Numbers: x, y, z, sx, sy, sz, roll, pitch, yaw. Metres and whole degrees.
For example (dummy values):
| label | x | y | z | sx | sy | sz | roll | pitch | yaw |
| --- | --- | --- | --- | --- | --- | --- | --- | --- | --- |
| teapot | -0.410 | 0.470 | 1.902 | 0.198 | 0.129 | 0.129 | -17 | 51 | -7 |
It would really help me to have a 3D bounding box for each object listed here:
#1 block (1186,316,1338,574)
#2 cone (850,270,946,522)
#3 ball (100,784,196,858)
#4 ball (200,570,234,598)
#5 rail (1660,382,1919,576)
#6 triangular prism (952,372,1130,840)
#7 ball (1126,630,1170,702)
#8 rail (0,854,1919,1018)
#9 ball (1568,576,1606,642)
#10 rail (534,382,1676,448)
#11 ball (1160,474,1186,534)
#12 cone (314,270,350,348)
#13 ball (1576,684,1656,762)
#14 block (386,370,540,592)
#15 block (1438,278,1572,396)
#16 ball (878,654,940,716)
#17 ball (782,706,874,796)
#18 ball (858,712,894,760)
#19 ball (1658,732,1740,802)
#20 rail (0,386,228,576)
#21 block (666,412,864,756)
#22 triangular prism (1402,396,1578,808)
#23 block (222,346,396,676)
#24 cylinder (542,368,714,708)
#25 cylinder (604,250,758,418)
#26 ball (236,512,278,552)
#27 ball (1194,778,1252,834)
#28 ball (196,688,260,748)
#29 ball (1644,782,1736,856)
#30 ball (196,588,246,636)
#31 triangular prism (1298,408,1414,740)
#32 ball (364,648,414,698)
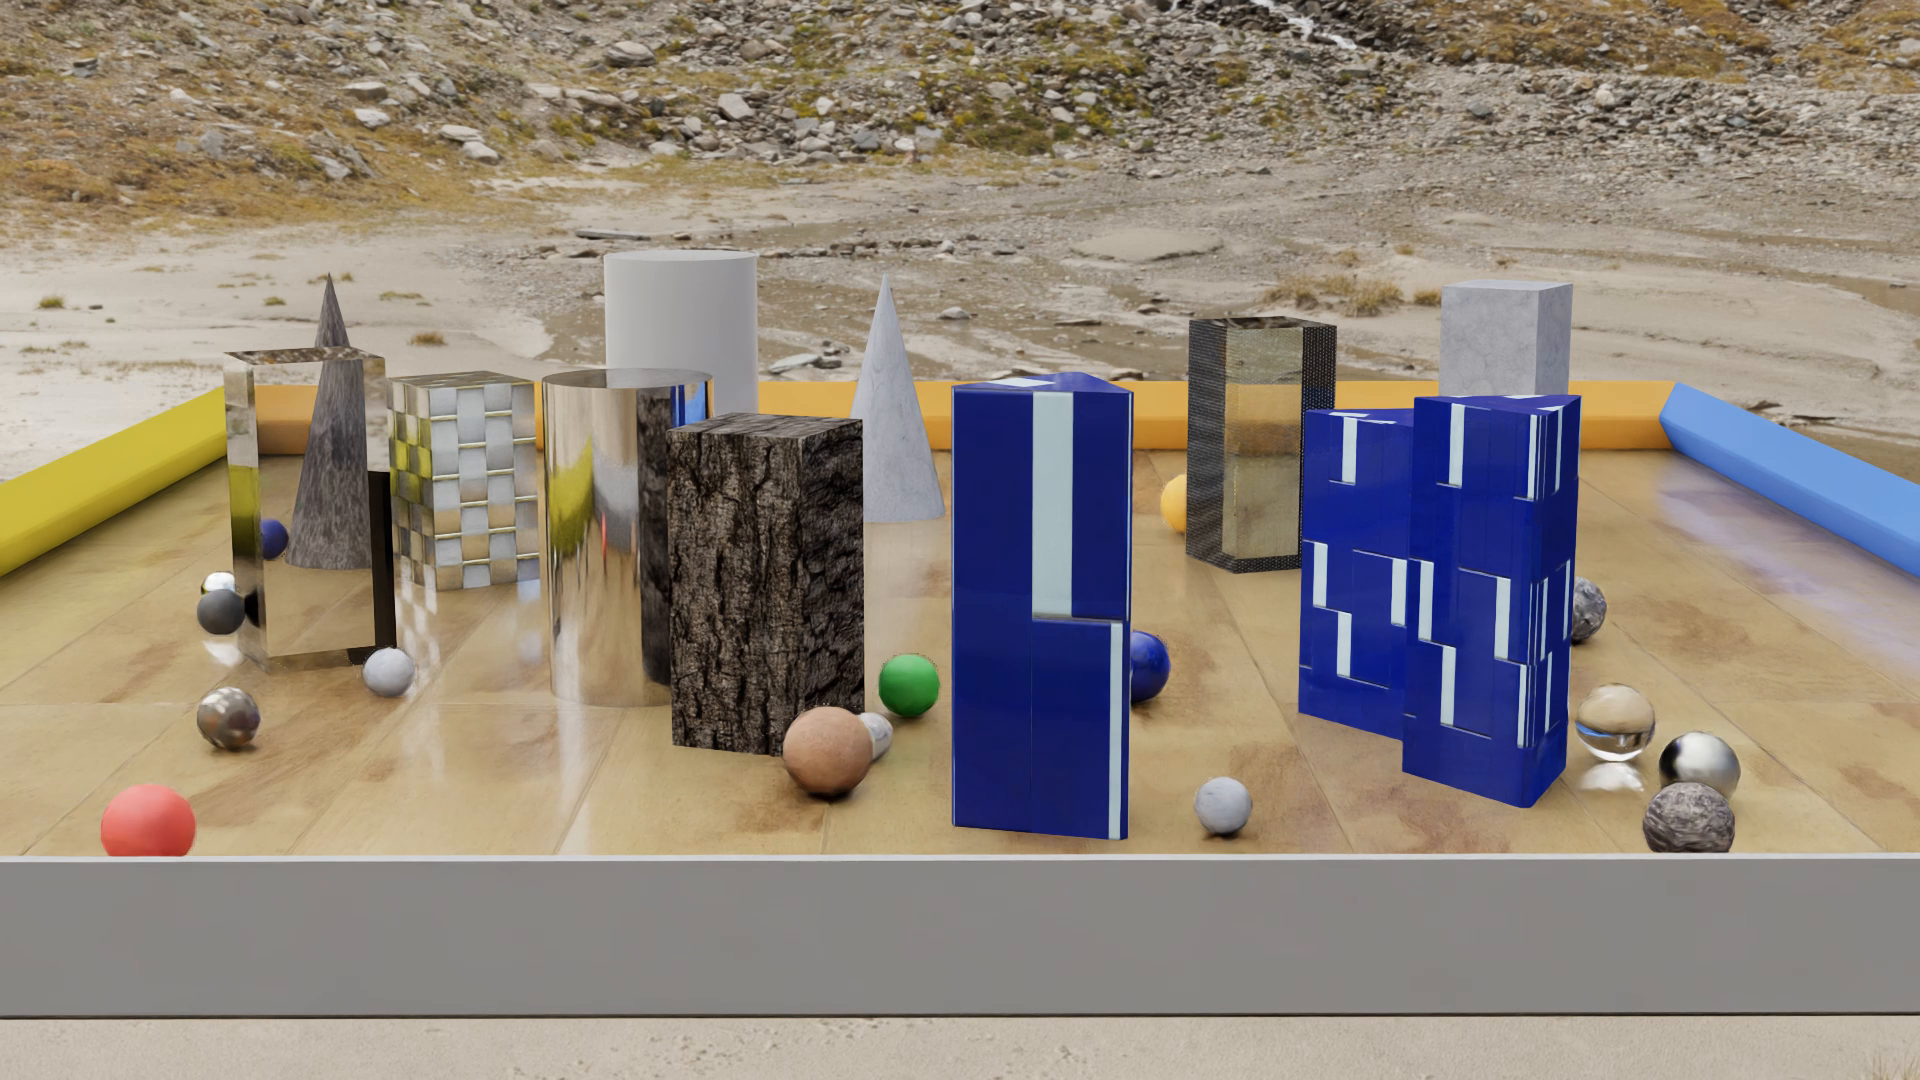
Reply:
| label | x | y | z | sx | sy | sz | roll | pitch | yaw |
| --- | --- | --- | --- | --- | --- | --- | --- | --- | --- |
| block | 0.443 | -0.144 | 3.790 | 0.159 | 0.355 | 0.159 | -4 | 11 | -22 |
| cone | -0.122 | -0.243 | 4.203 | 0.198 | 0.400 | 0.198 | 0 | 10 | 0 |
| ball | -0.740 | 0.263 | 2.337 | 0.083 | 0.083 | 0.083 | 0 | 10 | 0 |
| ball | -0.989 | 0.071 | 3.445 | 0.059 | 0.059 | 0.059 | 0 | 10 | 0 |
| rail | 1.361 | 0.032 | 3.456 | 0.045 | 0.129 | 2.998 | 0 | 10 | 0 |
| triangular prism | 0.095 | 0.057 | 2.500 | 0.172 | 0.428 | 0.149 | 3 | 11 | 16 |
| ball | 0.202 | 0.146 | 2.967 | 0.084 | 0.084 | 0.084 | 0 | 10 | 0 |
| rail | 0.008 | 0.302 | 1.998 | 2.770 | 0.129 | 0.045 | 0 | 10 | 0 |
| ball | 0.784 | 0.088 | 3.283 | 0.084 | 0.084 | 0.084 | 0 | 10 | 0 |
| rail | -0.008 | -0.235 | 4.899 | 2.770 | 0.129 | 0.045 | 0 | 10 | 0 |
| ball | 0.363 | -0.058 | 4.034 | 0.096 | 0.096 | 0.096 | 0 | 10 | 0 |
| cone | -0.941 | -0.193 | 3.864 | 0.198 | 0.425 | 0.198 | 0 | 10 | 0 |
| ball | 0.692 | 0.192 | 2.709 | 0.082 | 0.082 | 0.082 | 0 | 10 | 0 |
| block | -0.713 | -0.088 | 3.676 | 0.159 | 0.286 | 0.159 | -7 | 13 | -35 |
| block | 0.871 | -0.218 | 4.113 | 0.159 | 0.383 | 0.159 | 7 | 12 | 32 |
| ball | -0.058 | 0.165 | 2.904 | 0.070 | 0.070 | 0.070 | 0 | 10 | 0 |
| ball | -0.133 | 0.213 | 2.588 | 0.091 | 0.091 | 0.091 | 0 | 10 | 0 |
| ball | -0.096 | 0.208 | 2.720 | 0.052 | 0.052 | 0.052 | 0 | 10 | 0 |
| ball | 0.730 | 0.229 | 2.536 | 0.079 | 0.079 | 0.079 | 0 | 10 | 0 |
| rail | -1.361 | 0.035 | 3.441 | 0.045 | 0.129 | 2.998 | 0 | 10 | 0 |
| block | -0.209 | 0.045 | 2.797 | 0.159 | 0.344 | 0.159 | 4 | 11 | 21 |
| triangular prism | 0.573 | 0.053 | 2.623 | 0.149 | 0.393 | 0.172 | -7 | 13 | -35 |
| block | -0.805 | -0.041 | 3.176 | 0.159 | 0.376 | 0.159 | -6 | 12 | -28 |
| cylinder | -0.385 | -0.007 | 3.011 | 0.198 | 0.369 | 0.198 | 0 | 10 | 0 |
| cylinder | -0.364 | -0.133 | 3.379 | 0.198 | 0.483 | 0.198 | 0 | 10 | 0 |
| ball | -1.064 | -0.012 | 3.884 | 0.061 | 0.061 | 0.061 | 0 | 10 | 0 |
| ball | 0.253 | 0.255 | 2.460 | 0.055 | 0.055 | 0.055 | 0 | 10 | 0 |
| ball | -0.789 | 0.192 | 2.769 | 0.066 | 0.066 | 0.066 | 0 | 10 | 0 |
| ball | 0.667 | 0.262 | 2.348 | 0.081 | 0.081 | 0.081 | 0 | 10 | 0 |
| ball | -0.913 | 0.089 | 3.172 | 0.058 | 0.058 | 0.058 | 0 | 10 | 0 |
| triangular prism | 0.498 | 0.029 | 2.878 | 0.149 | 0.346 | 0.172 | -8 | 13 | -36 |
| ball | -0.667 | 0.154 | 2.994 | 0.058 | 0.058 | 0.058 | 0 | 10 | 0 |
